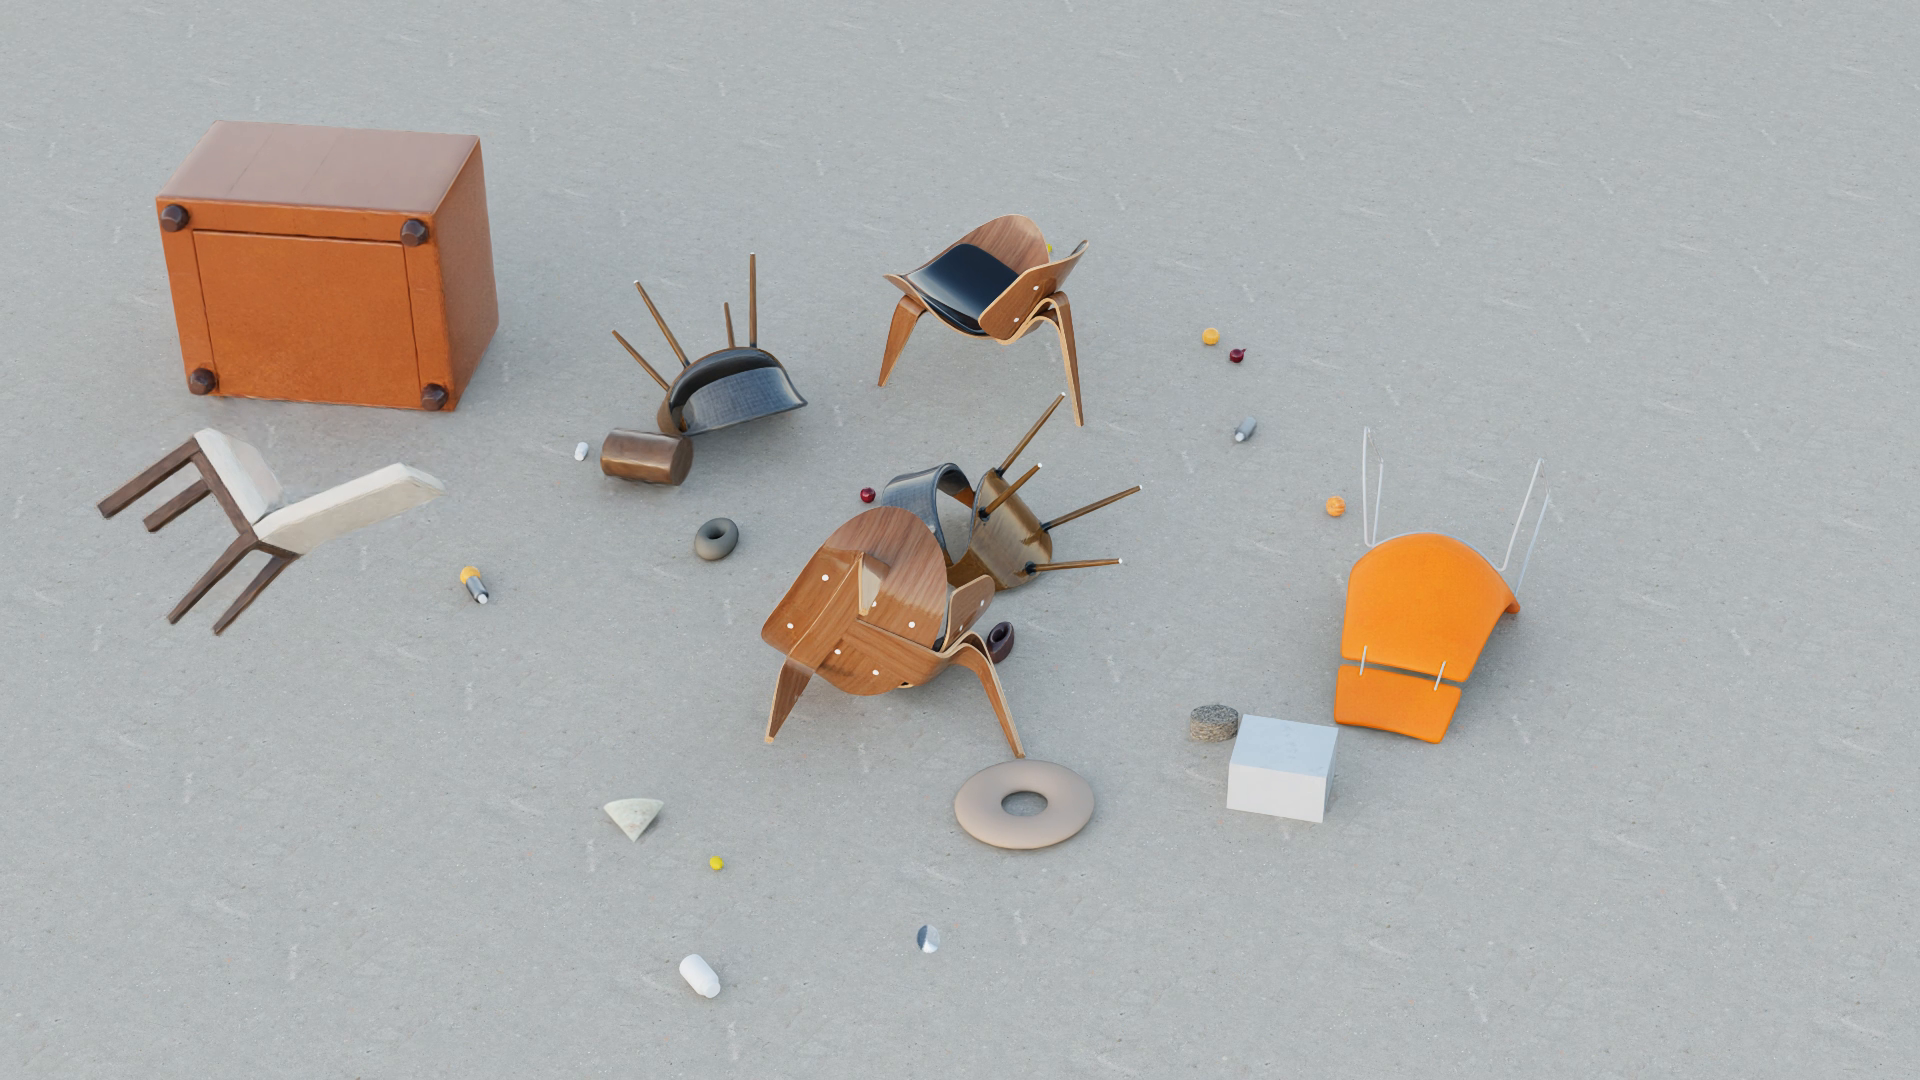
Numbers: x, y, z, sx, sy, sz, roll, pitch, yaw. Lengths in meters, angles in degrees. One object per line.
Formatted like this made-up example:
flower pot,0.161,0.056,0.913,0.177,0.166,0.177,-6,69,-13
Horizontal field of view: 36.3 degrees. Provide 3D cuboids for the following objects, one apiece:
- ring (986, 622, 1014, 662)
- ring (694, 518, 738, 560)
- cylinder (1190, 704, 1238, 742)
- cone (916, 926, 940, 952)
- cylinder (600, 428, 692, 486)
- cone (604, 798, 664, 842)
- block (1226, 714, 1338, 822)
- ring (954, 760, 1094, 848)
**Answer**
ring,0.141,0.360,10.327,0.088,0.081,0.194,9,36,17
ring,-0.904,-0.005,10.882,0.155,0.077,0.235,6,33,12
cylinder,0.860,0.622,9.932,0.162,0.076,0.111,-2,33,-3
cone,-0.108,1.236,9.043,0.082,0.040,0.096,48,46,-7
cylinder,-1.201,-0.320,11.258,0.282,0.180,0.252,9,15,13
cone,-1.057,0.922,9.508,0.198,0.084,0.144,-4,50,-1
block,1.061,0.750,9.638,0.315,0.185,0.275,8,34,12
ring,0.211,0.861,9.579,0.466,0.066,0.436,-19,38,-26
